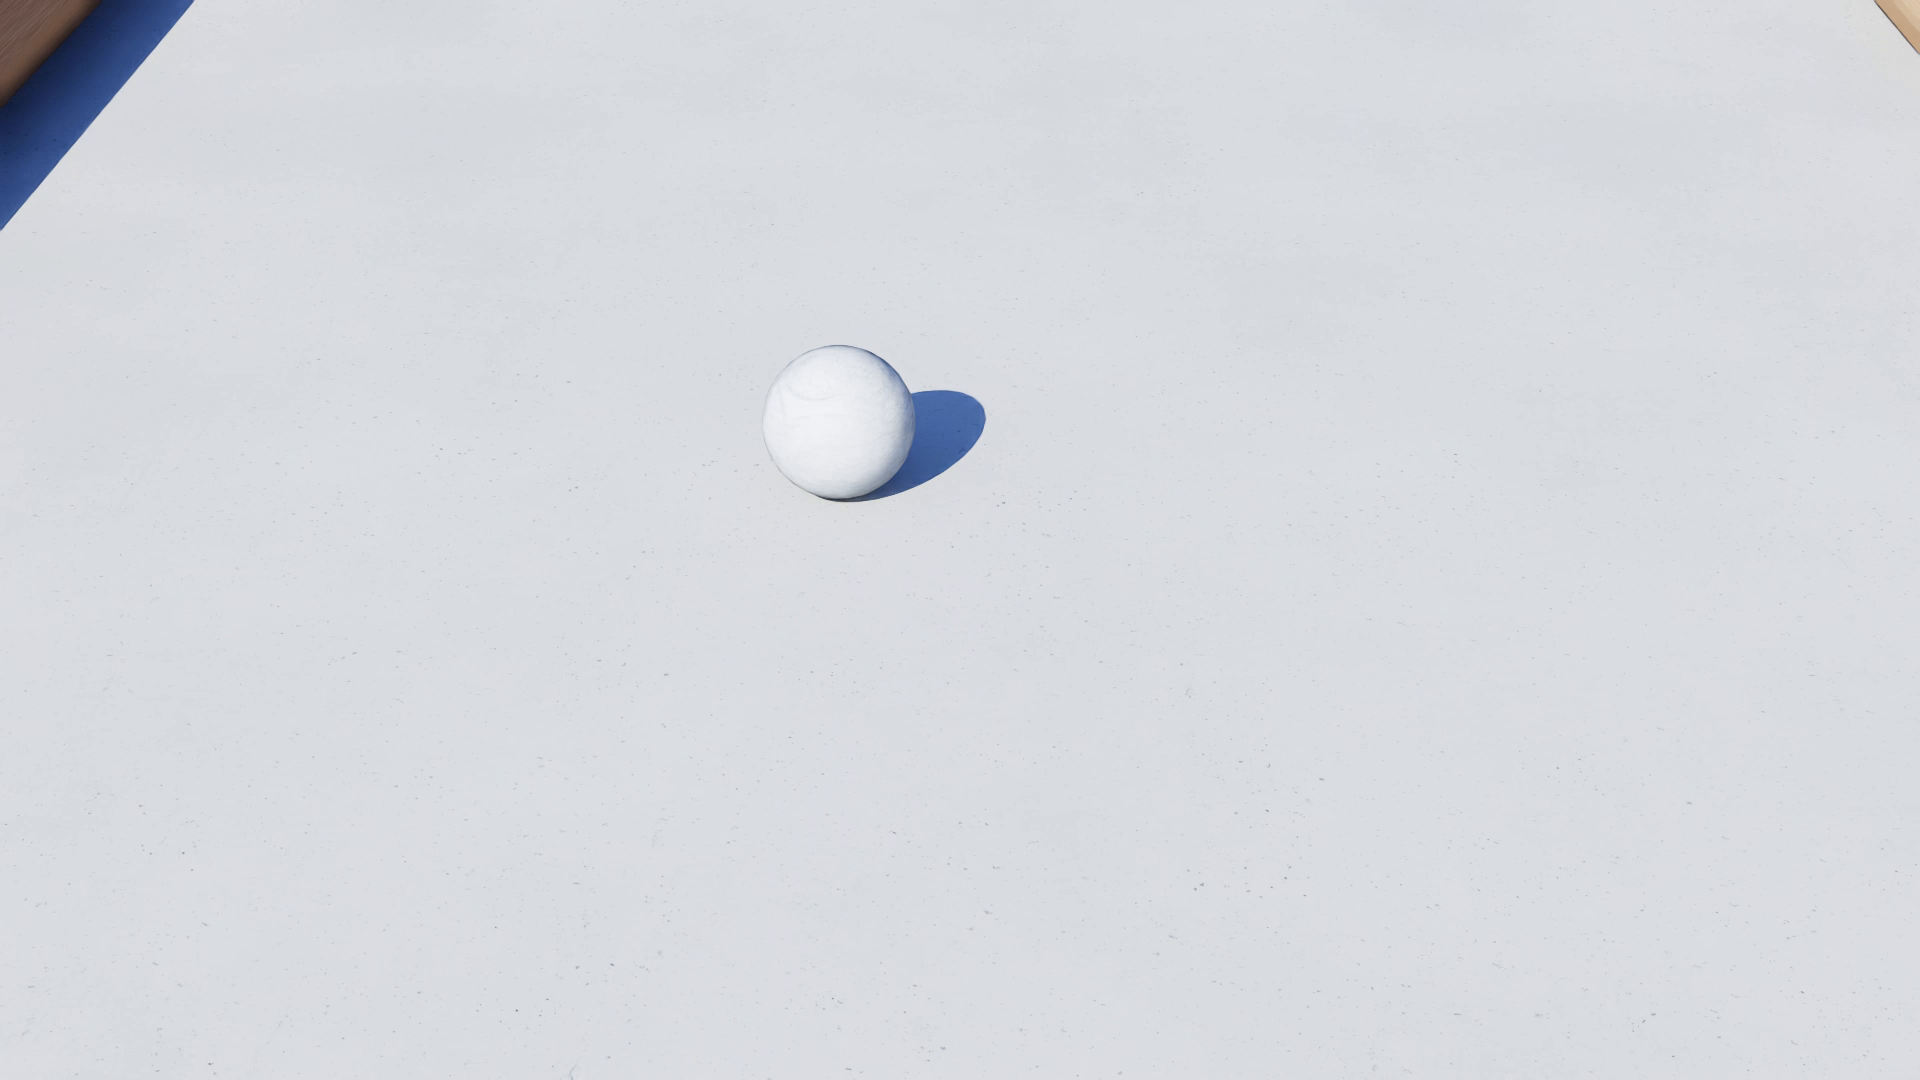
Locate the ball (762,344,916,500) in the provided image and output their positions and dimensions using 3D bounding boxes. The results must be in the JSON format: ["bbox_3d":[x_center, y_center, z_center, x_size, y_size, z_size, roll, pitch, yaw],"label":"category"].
[{"bbox_3d":[-0.078,-0.077,1.907,0.100,0.100,0.100,0,28,0],"label":"ball"}]

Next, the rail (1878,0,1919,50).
[{"bbox_3d":[0.864,-0.389,2.470,0.045,0.130,3.168,1,28,1],"label":"rail"}]

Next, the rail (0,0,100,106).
[{"bbox_3d":[-0.827,-0.408,2.505,0.045,0.130,3.168,1,28,1],"label":"rail"}]
